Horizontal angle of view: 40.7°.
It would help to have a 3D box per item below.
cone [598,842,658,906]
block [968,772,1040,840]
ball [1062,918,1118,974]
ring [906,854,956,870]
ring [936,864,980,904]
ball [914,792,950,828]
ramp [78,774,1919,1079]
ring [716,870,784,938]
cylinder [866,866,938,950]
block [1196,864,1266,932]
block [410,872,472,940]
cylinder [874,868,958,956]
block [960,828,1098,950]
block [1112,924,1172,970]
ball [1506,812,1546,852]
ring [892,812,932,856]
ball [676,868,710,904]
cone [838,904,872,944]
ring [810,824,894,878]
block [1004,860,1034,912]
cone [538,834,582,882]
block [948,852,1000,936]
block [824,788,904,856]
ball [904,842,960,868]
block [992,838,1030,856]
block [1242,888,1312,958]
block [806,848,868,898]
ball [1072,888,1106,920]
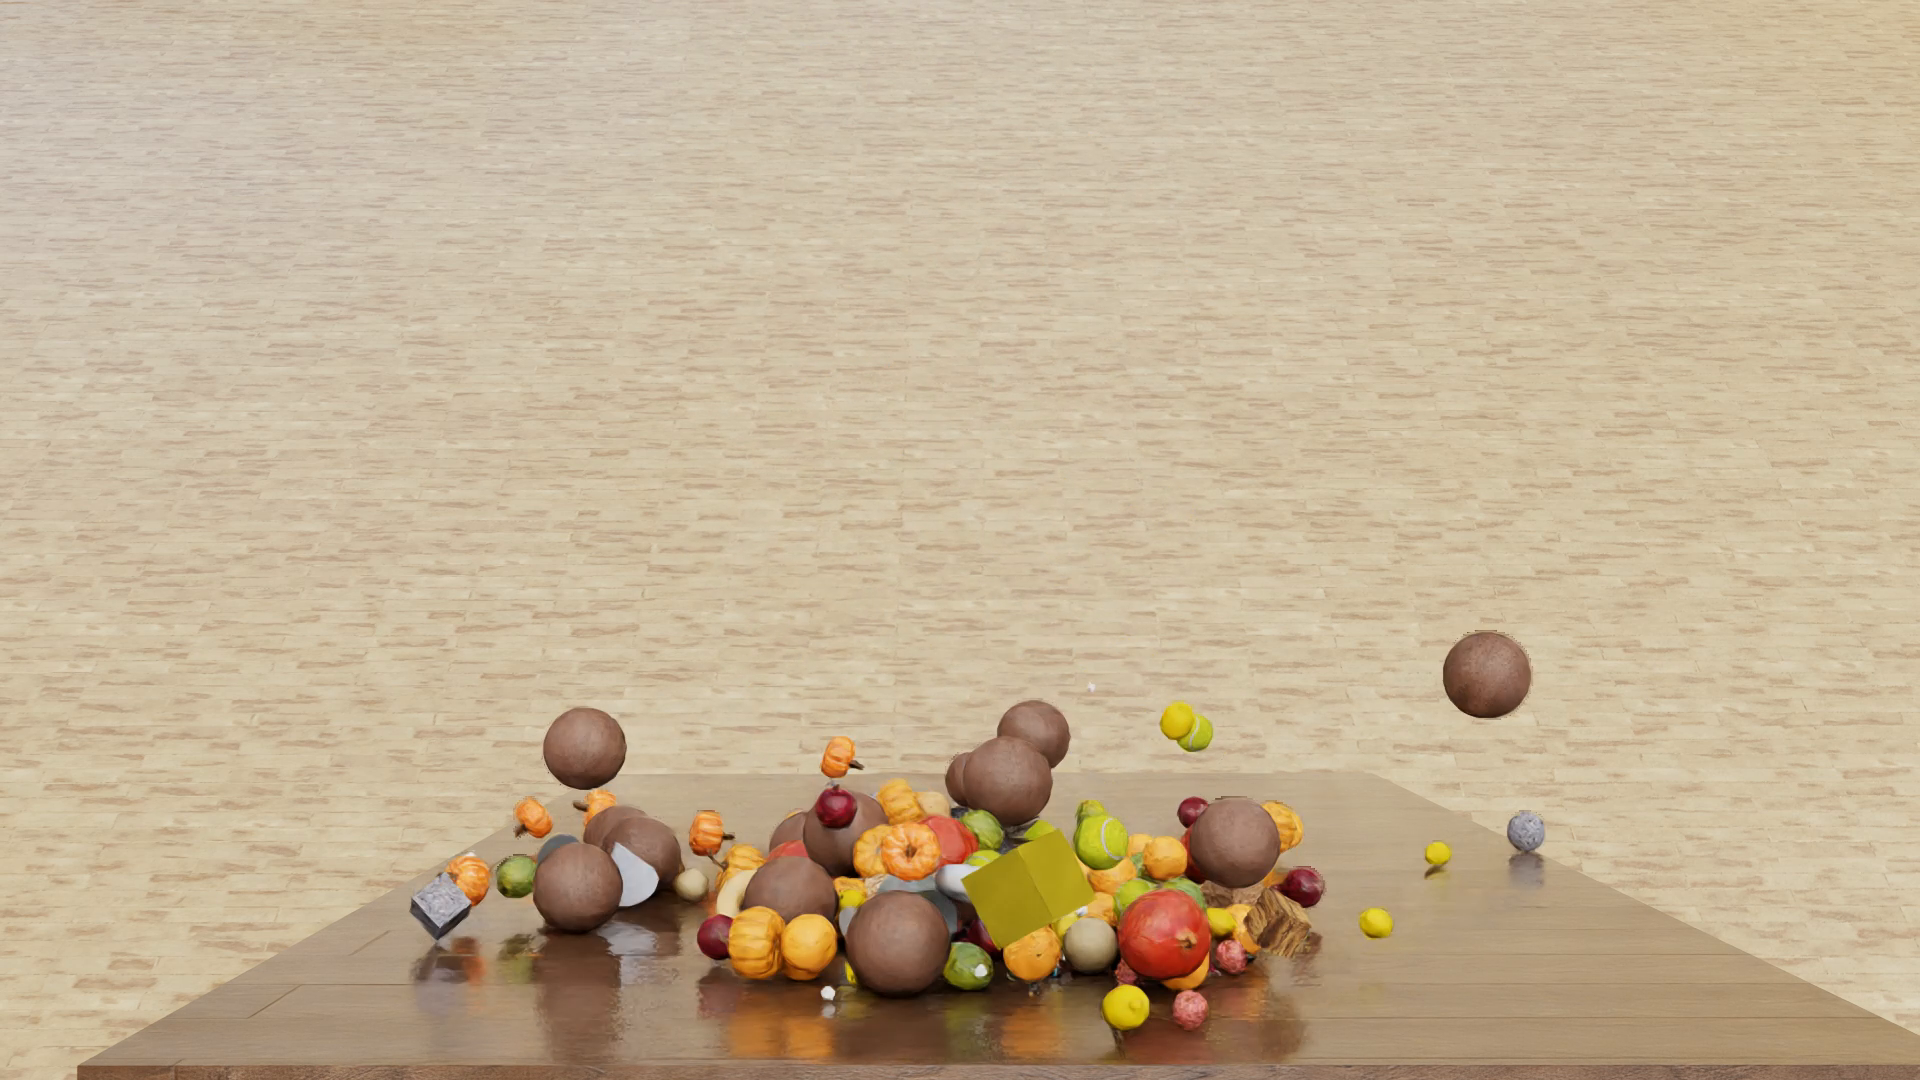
[{"bbox_3d":[-0.514,0.491,3.944,0.094,0.094,0.094,-5,39,4],"label":"cone"},{"bbox_3d":[0.075,0.457,4.415,0.076,0.076,0.076,25,30,-34],"label":"block"},{"bbox_3d":[0.168,0.523,3.344,0.073,0.073,0.073,0,32,0],"label":"ball"},{"bbox_3d":[-0.020,0.515,3.906,0.133,0.044,0.133,24,8,-3],"label":"ring"},{"bbox_3d":[0.025,0.442,3.303,0.117,0.117,0.039,10,76,15],"label":"ring"},{"bbox_3d":[-0.046,0.442,4.244,0.061,0.061,0.061,0,32,0],"label":"ball"},{"bbox_3d":[0.071,0.628,4.723,2.000,0.100,4.000,0,-1,0],"label":"ramp"},{"bbox_3d":[-0.296,0.513,3.654,0.103,0.034,0.103,-12,55,18],"label":"ring"},{"bbox_3d":[-0.071,0.493,3.475,0.098,0.098,0.098,-8,33,-1],"label":"cylinder"},{"bbox_3d":[0.399,0.519,3.761,0.067,0.067,0.067,-39,23,-32],"label":"block"},{"bbox_3d":[-0.729,0.514,3.636,0.059,0.059,0.059,-39,79,-28],"label":"block"},{"bbox_3d":[-0.057,0.482,3.357,0.090,0.090,0.090,-9,13,-13],"label":"cylinder"},{"bbox_3d":[0.082,0.416,3.089,0.096,0.096,0.096,-15,74,-54],"label":"block"},{"bbox_3d":[0.233,0.527,3.358,0.057,0.057,0.057,1,-10,-24],"label":"block"},{"bbox_3d":[1.054,0.544,4.823,0.071,0.071,0.071,0,32,0],"label":"ball"},{"bbox_3d":[-0.080,0.476,4.207,0.077,0.026,0.077,-19,55,30],"label":"ring"},{"bbox_3d":[-0.420,0.543,4.066,0.054,0.054,0.054,0,32,0],"label":"ball"},{"bbox_3d":[-0.129,0.523,3.561,0.054,0.054,0.054,-7,28,-46],"label":"cone"},{"bbox_3d":[-0.181,0.515,4.332,0.145,0.048,0.145,-5,29,3],"label":"ring"},{"bbox_3d":[0.068,0.533,4.008,0.071,0.071,0.071,0,-1,19],"label":"block"},{"bbox_3d":[-0.625,0.521,4.153,0.078,0.078,0.078,-7,64,14],"label":"cone"},{"bbox_3d":[0.029,0.508,3.719,0.079,0.079,0.079,-1,44,-44],"label":"block"},{"bbox_3d":[-0.155,0.456,4.152,0.083,0.083,0.083,-18,-5,-24],"label":"block"},{"bbox_3d":[-0.041,0.522,4.058,0.096,0.096,0.096,0,32,0],"label":"ball"},{"bbox_3d":[0.091,0.533,4.264,0.061,0.061,0.061,-1,19,16],"label":"block"},{"bbox_3d":[0.405,0.490,3.313,0.055,0.055,0.055,26,16,-19],"label":"block"},{"bbox_3d":[-0.191,0.517,4.027,0.064,0.064,0.064,14,-9,-29],"label":"block"},{"bbox_3d":[0.188,0.539,3.822,0.054,0.054,0.054,0,32,0],"label":"ball"}]
